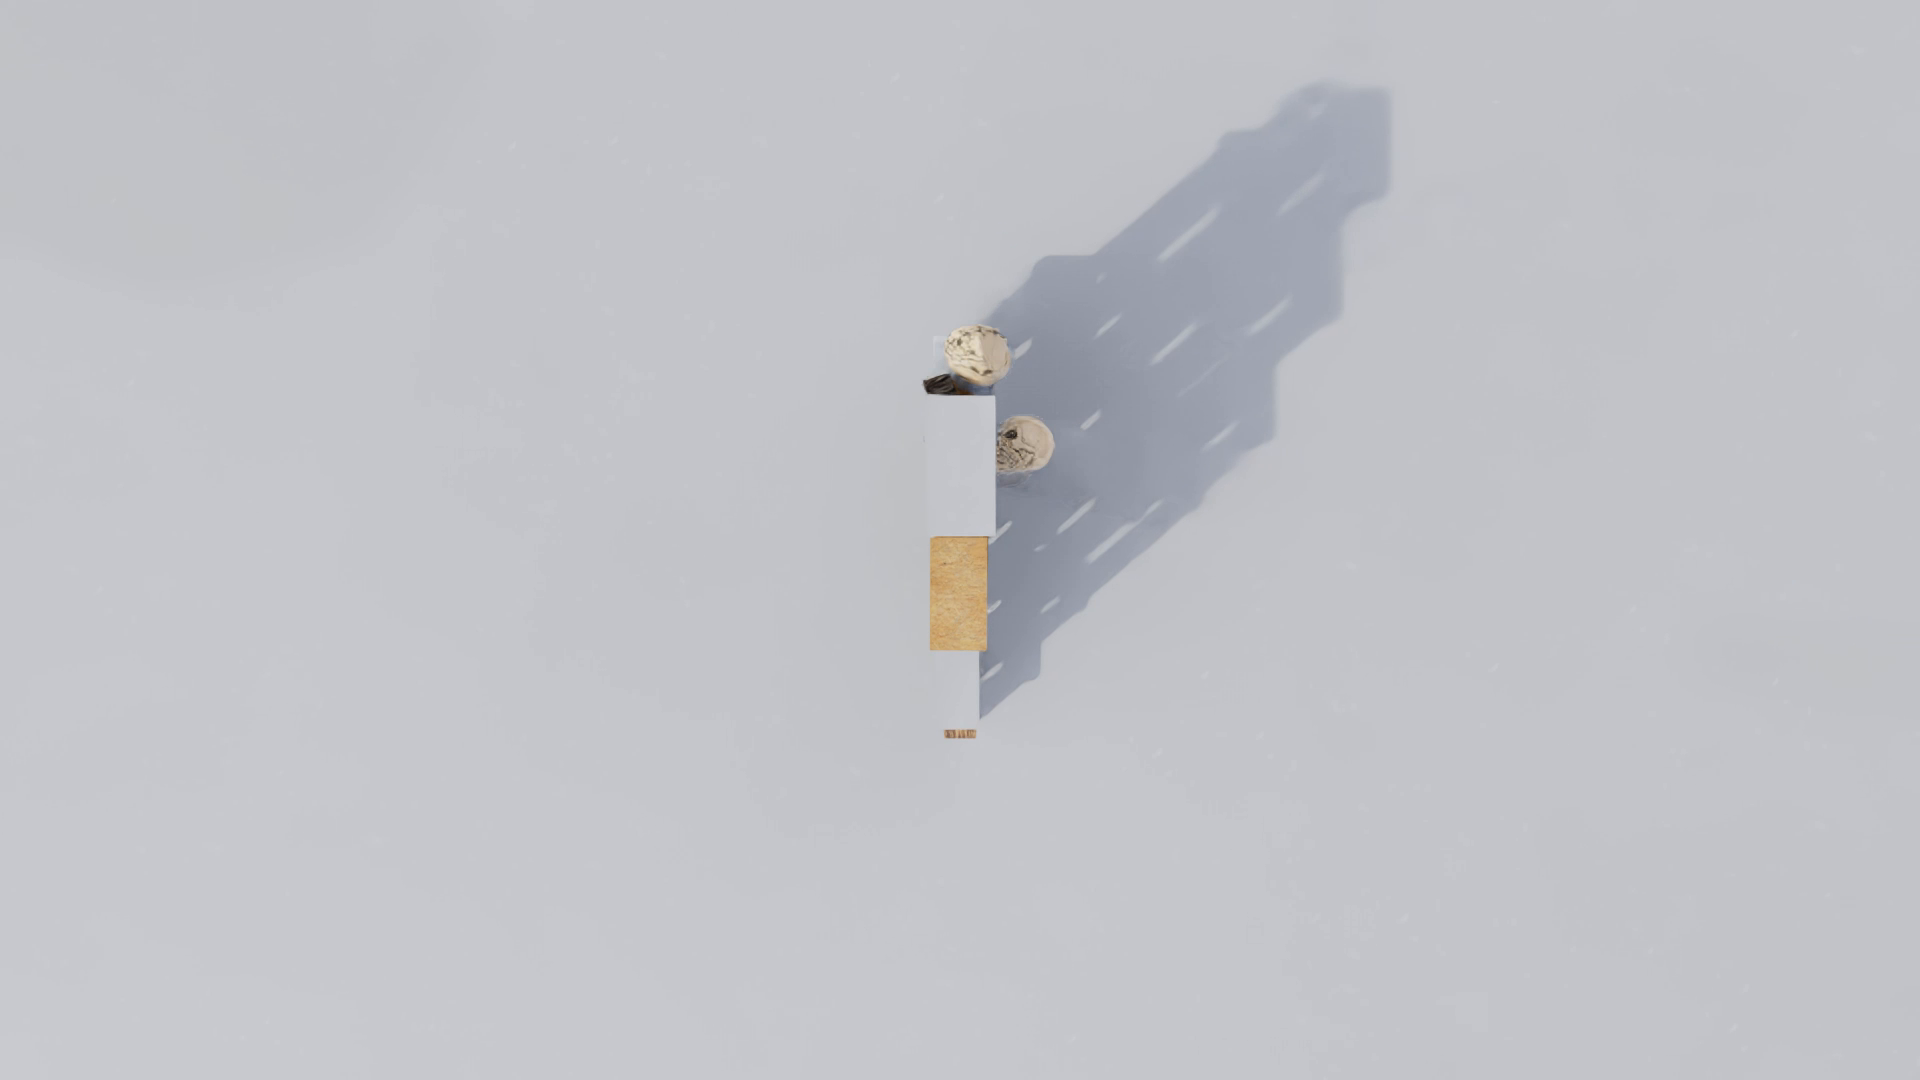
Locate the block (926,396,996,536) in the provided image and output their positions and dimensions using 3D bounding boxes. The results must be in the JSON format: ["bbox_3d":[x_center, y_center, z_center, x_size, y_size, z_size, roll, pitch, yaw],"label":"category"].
[{"bbox_3d":[0.001,-0.183,4.081,0.173,0.049,0.346,0,91,-2],"label":"block"}]

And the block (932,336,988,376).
[{"bbox_3d":[0.002,-0.460,5.129,0.173,0.049,0.346,0,90,0],"label":"block"}]

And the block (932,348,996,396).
[{"bbox_3d":[0.003,-0.348,4.473,0.166,0.047,0.331,4,92,-2],"label":"block"}]

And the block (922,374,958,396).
[{"bbox_3d":[-0.038,-0.364,4.296,0.072,0.020,0.144,-19,60,-8],"label":"block"}]

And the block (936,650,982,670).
[{"bbox_3d":[-0.004,0.254,4.926,0.135,0.038,0.269,0,90,0],"label":"block"}]

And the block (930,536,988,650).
[{"bbox_3d":[-0.004,0.137,4.234,0.146,0.041,0.292,0,90,0],"label":"block"}]

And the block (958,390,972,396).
[{"bbox_3d":[-0.010,-0.344,4.389,0.072,0.020,0.144,8,46,0],"label":"block"}]

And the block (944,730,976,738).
[{"bbox_3d":[0.000,0.531,5.279,0.103,0.029,0.206,0,90,0],"label":"block"}]

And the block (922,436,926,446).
[{"bbox_3d":[-0.007,-0.244,4.279,0.173,0.346,0.049,18,91,-2],"label":"block"}]

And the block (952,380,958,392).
[{"bbox_3d":[-0.039,-0.371,4.379,0.072,0.144,0.020,-5,135,-5],"label":"block"}]

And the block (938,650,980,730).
[{"bbox_3d":[-0.004,0.399,4.448,0.111,0.031,0.221,0,90,0],"label":"block"}]
